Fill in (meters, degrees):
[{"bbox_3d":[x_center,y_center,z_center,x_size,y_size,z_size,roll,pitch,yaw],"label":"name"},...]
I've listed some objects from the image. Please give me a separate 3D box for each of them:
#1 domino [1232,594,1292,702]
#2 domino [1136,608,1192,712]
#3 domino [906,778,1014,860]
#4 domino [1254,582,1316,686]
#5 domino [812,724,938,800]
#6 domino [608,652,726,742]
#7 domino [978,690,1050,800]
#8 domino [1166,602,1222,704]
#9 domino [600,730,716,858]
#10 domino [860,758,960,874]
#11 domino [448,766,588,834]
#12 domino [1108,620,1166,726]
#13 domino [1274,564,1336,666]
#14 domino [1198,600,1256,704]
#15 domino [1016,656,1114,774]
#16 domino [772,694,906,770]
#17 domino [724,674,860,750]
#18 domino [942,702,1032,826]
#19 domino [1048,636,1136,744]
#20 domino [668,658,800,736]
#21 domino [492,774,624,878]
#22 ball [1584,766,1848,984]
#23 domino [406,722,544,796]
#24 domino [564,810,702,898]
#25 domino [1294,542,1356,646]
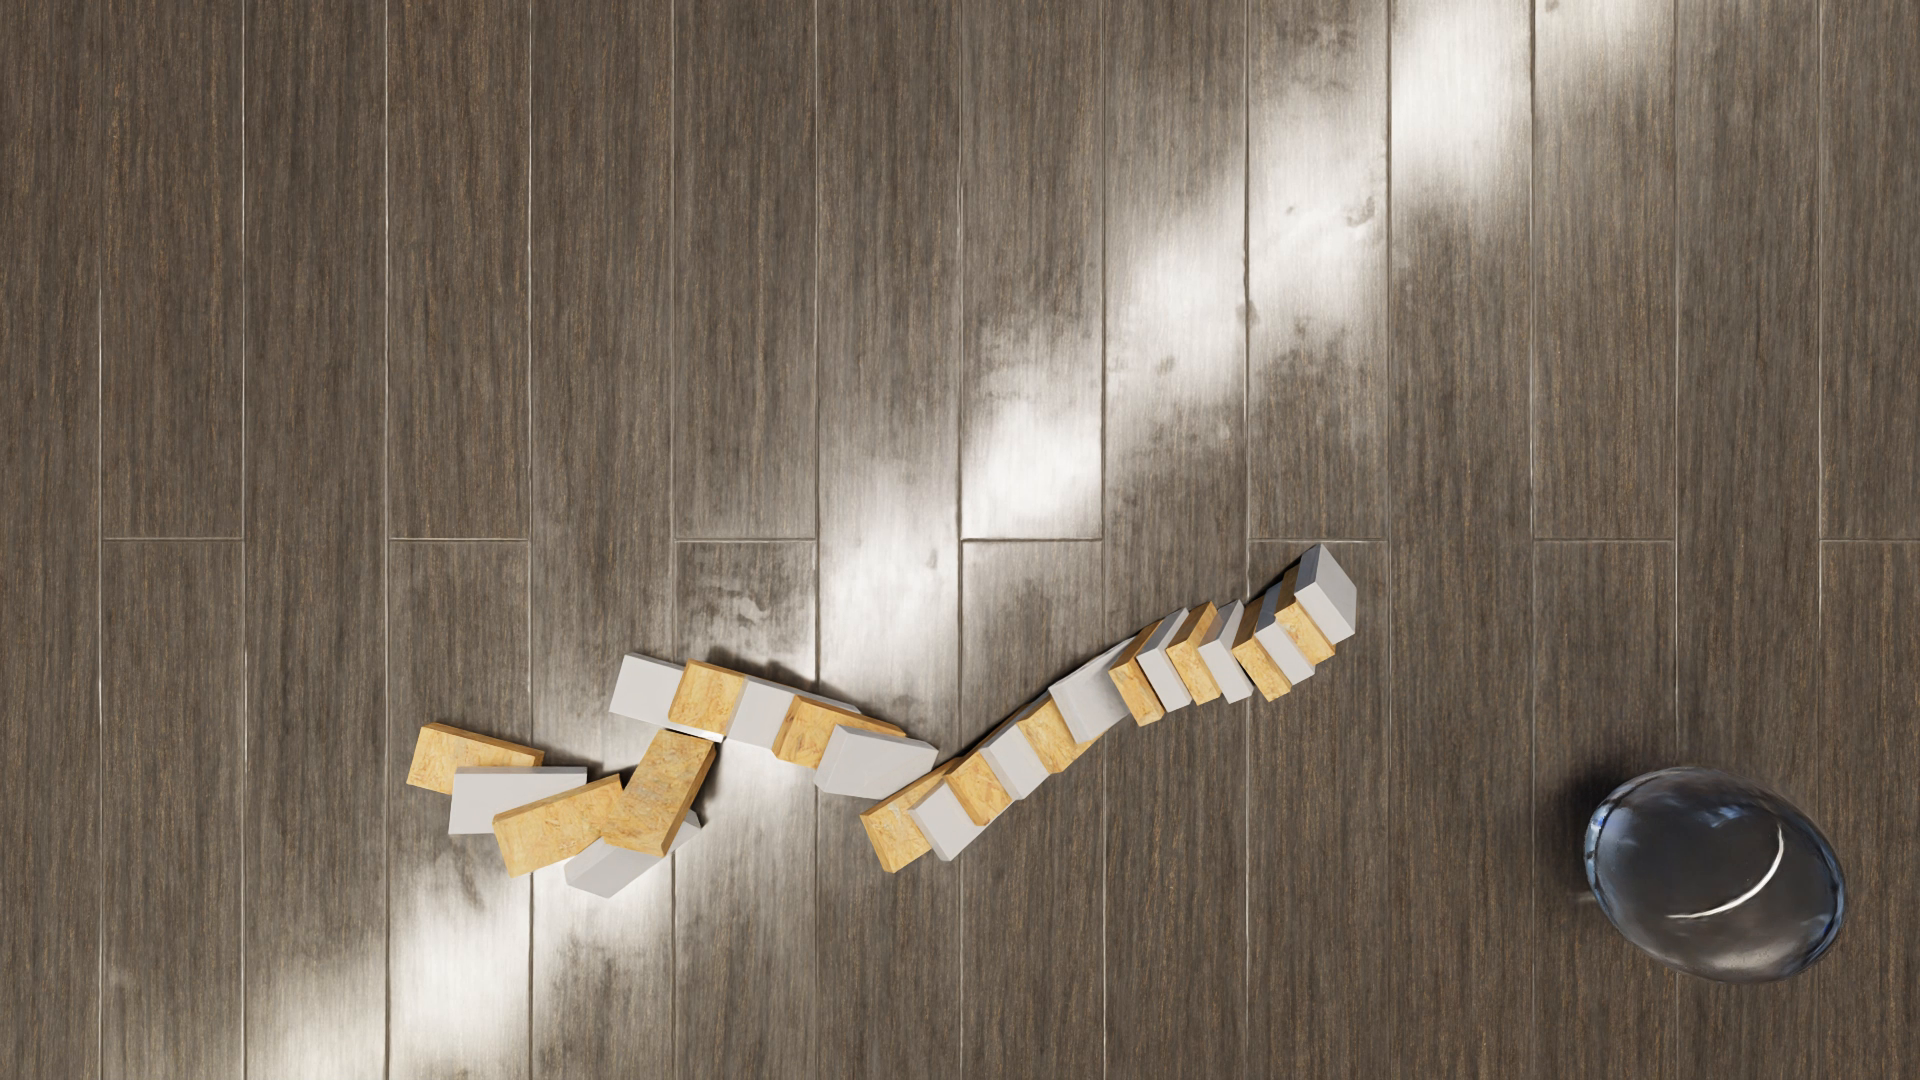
[{"bbox_3d":[0.126,0.043,0.376,0.009,0.050,0.025,-37,90,30],"label":"domino"},{"bbox_3d":[0.089,0.048,0.376,0.010,0.050,0.025,-30,90,30],"label":"domino"},{"bbox_3d":[0.005,0.107,0.383,0.050,0.009,0.025,-35,91,-30],"label":"domino"},{"bbox_3d":[0.135,0.037,0.376,0.010,0.050,0.025,-38,90,30],"label":"domino"},{"bbox_3d":[-0.034,0.094,0.380,0.050,0.010,0.025,22,90,-41],"label":"domino"},{"bbox_3d":[-0.122,0.068,0.395,0.050,0.010,0.025,16,90,0],"label":"domino"},{"bbox_3d":[0.034,0.083,0.383,0.050,0.010,0.025,-34,90,-32],"label":"domino"},{"bbox_3d":[0.100,0.045,0.376,0.009,0.050,0.025,-30,90,29],"label":"domino"},{"bbox_3d":[-0.123,0.103,0.377,0.025,0.050,0.009,11,132,7],"label":"domino"},{"bbox_3d":[-0.014,0.114,0.383,0.050,0.009,0.025,-24,90,-31],"label":"domino"},{"bbox_3d":[-0.185,0.109,0.386,0.050,0.009,0.025,6,93,-22],"label":"domino"},{"bbox_3d":[0.079,0.053,0.376,0.010,0.050,0.025,-30,90,32],"label":"domino"},{"bbox_3d":[0.143,0.029,0.376,0.009,0.050,0.025,-38,90,30],"label":"domino"},{"bbox_3d":[0.113,0.045,0.376,0.009,0.050,0.025,-30,90,29],"label":"domino"},{"bbox_3d":[0.049,0.072,0.383,0.050,0.010,0.025,-33,90,-32],"label":"domino"},{"bbox_3d":[-0.050,0.085,0.384,0.050,0.009,0.025,24,89,-28],"label":"domino"},{"bbox_3d":[-0.070,0.076,0.386,0.050,0.009,0.025,21,90,-23],"label":"domino"},{"bbox_3d":[0.019,0.093,0.383,0.050,0.010,0.025,-35,90,-30],"label":"domino"},{"bbox_3d":[0.062,0.061,0.380,0.050,0.010,0.025,-23,84,-38],"label":"domino"},{"bbox_3d":[-0.094,0.069,0.386,0.050,0.010,0.025,21,90,-22],"label":"domino"},{"bbox_3d":[-0.165,0.119,0.384,0.050,0.009,0.025,-16,101,-19],"label":"domino"},{"bbox_3d":[0.293,0.130,0.360,0.080,0.080,0.080,0,90,0],"label":"ball"},{"bbox_3d":[-0.209,0.098,0.395,0.050,0.009,0.025,15,90,0],"label":"domino"},{"bbox_3d":[-0.138,0.130,0.388,0.050,0.025,0.009,-37,49,0],"label":"domino"},{"bbox_3d":[0.151,0.021,0.376,0.009,0.050,0.025,-38,90,30],"label":"domino"}]
